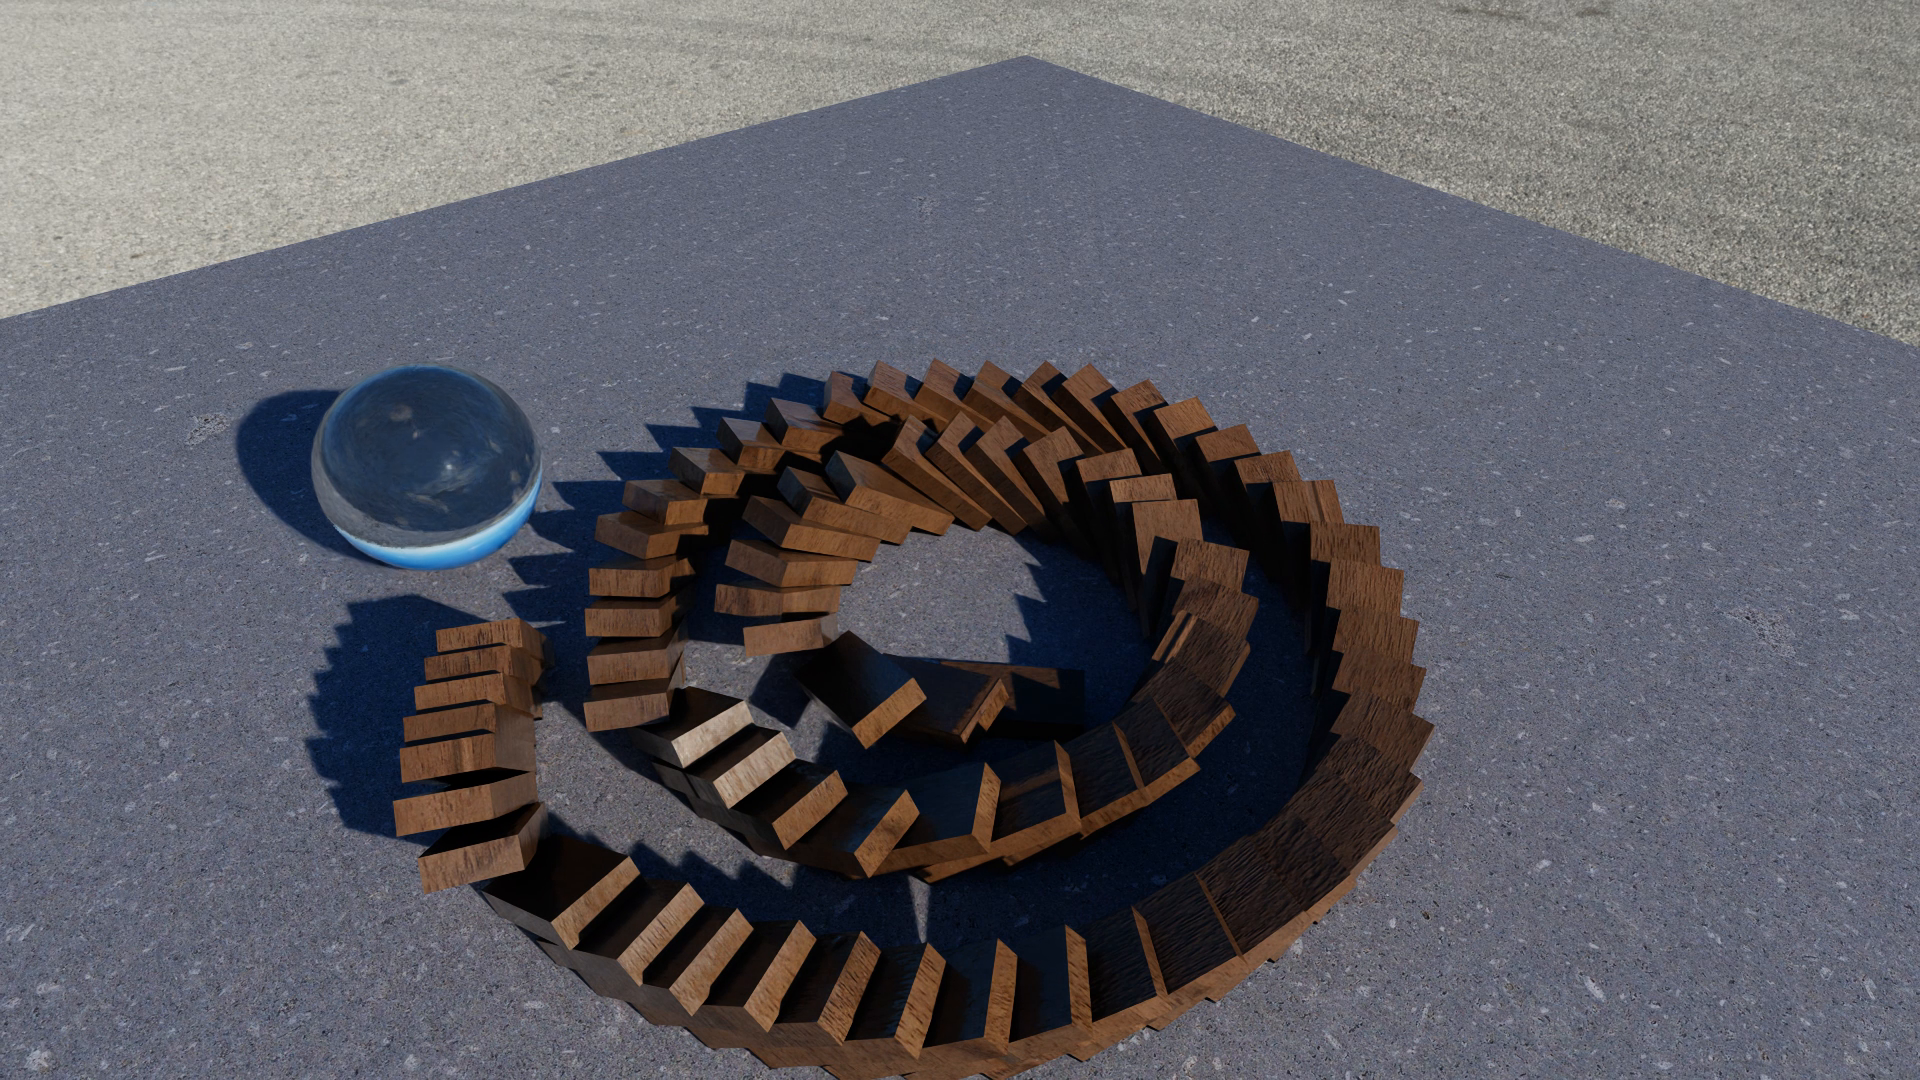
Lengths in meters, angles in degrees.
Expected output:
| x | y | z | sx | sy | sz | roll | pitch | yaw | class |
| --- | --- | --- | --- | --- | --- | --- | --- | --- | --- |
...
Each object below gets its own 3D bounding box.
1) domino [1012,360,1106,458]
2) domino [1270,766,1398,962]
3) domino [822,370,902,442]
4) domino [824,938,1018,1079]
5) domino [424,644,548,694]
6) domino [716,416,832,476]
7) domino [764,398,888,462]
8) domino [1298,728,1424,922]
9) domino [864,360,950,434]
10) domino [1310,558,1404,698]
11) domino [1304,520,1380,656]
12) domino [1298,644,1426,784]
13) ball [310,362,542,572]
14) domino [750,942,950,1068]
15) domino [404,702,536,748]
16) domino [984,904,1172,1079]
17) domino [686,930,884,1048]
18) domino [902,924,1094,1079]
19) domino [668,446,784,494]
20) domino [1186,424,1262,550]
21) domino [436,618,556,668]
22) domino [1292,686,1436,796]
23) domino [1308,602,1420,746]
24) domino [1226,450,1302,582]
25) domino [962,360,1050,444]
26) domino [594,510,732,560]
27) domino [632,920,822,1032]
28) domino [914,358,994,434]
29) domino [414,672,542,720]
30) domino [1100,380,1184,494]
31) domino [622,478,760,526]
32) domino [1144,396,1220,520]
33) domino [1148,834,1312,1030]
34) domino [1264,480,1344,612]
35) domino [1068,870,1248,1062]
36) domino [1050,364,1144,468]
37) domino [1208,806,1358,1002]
| x | y | z | sx | sy | sz | roll | pitch | yaw | class |
| --- | --- | --- | --- | --- | --- | --- | --- | --- | --- |
| 0.050 | -0.056 | 0.494 | 0.050 | 0.010 | 0.025 | 40 | 47 | 1 | domino |
| 0.096 | 0.091 | 0.312 | 0.050 | 0.009 | 0.025 | -45 | 52 | -2 | domino |
| -0.037 | -0.057 | 0.496 | 0.050 | 0.010 | 0.025 | 19 | 35 | -20 | domino |
| -0.010 | 0.119 | 0.277 | 0.050 | 0.010 | 0.025 | -25 | 31 | 28 | domino |
| -0.154 | 0.045 | 0.361 | 0.025 | 0.050 | 0.009 | -9 | 78 | -10 | domino |
| -0.077 | -0.040 | 0.476 | 0.050 | 0.009 | 0.025 | 4 | 31 | -39 | domino |
| -0.059 | -0.048 | 0.486 | 0.050 | 0.010 | 0.025 | 7 | 31 | -35 | domino |
| 0.109 | 0.083 | 0.322 | 0.050 | 0.009 | 0.025 | -49 | 54 | -5 | domino |
| -0.018 | -0.061 | 0.498 | 0.050 | 0.010 | 0.025 | 25 | 33 | -15 | domino |
| 0.140 | 0.033 | 0.386 | 0.025 | 0.010 | 0.050 | 11 | 67 | 11 | domino |
| 0.140 | 0.018 | 0.404 | 0.025 | 0.010 | 0.050 | 5 | 66 | 6 | domino |
| 0.128 | 0.061 | 0.351 | 0.025 | 0.010 | 0.050 | 19 | 71 | 22 | domino |
| -0.203 | -0.028 | 0.422 | 0.080 | 0.080 | 0.080 | 0 | 39 | 0 | ball |
| -0.028 | 0.118 | 0.278 | 0.050 | 0.010 | 0.025 | -21 | 28 | 33 | domino |
| -0.151 | 0.060 | 0.342 | 0.025 | 0.050 | 0.010 | -9 | 78 | -10 | domino |
| 0.027 | 0.116 | 0.282 | 0.050 | 0.009 | 0.025 | -29 | 38 | 13 | domino |
| -0.045 | 0.115 | 0.281 | 0.050 | 0.010 | 0.025 | -21 | 26 | 36 | domino |
| 0.009 | 0.118 | 0.277 | 0.050 | 0.009 | 0.025 | -29 | 35 | 23 | domino |
| -0.094 | -0.029 | 0.461 | 0.025 | 0.009 | 0.050 | 34 | 23 | 35 | domino |
| 0.116 | -0.022 | 0.453 | 0.025 | 0.009 | 0.050 | -16 | 70 | -19 | domino |
| -0.155 | 0.037 | 0.370 | 0.025 | 0.050 | 0.010 | -9 | 78 | -10 | domino |
| 0.120 | 0.073 | 0.335 | 0.025 | 0.009 | 0.050 | 28 | 79 | 30 | domino |
| 0.135 | 0.048 | 0.368 | 0.025 | 0.010 | 0.050 | 15 | 68 | 17 | domino |
| 0.127 | -0.010 | 0.438 | 0.025 | 0.010 | 0.050 | -11 | 69 | -13 | domino |
| 0.028 | -0.059 | 0.497 | 0.050 | 0.010 | 0.025 | 32 | 42 | -6 | domino |
| -0.115 | -0.004 | 0.431 | 0.025 | 0.010 | 0.050 | 19 | 15 | 22 | domino |
| -0.061 | 0.112 | 0.284 | 0.050 | 0.009 | 0.025 | -18 | 25 | 40 | domino |
| 0.005 | -0.061 | 0.499 | 0.050 | 0.010 | 0.025 | 29 | 38 | -10 | domino |
| -0.152 | 0.052 | 0.351 | 0.025 | 0.050 | 0.010 | -9 | 78 | -10 | domino |
| 0.087 | -0.045 | 0.479 | 0.025 | 0.009 | 0.050 | -27 | 75 | -32 | domino |
| -0.108 | -0.016 | 0.445 | 0.025 | 0.010 | 0.050 | 23 | 17 | 29 | domino |
| 0.102 | -0.035 | 0.468 | 0.025 | 0.010 | 0.050 | -19 | 71 | -27 | domino |
| 0.065 | 0.105 | 0.295 | 0.050 | 0.009 | 0.025 | -38 | 47 | 4 | domino |
| 0.136 | 0.002 | 0.423 | 0.025 | 0.009 | 0.050 | -3 | 67 | -7 | domino |
| 0.047 | 0.111 | 0.288 | 0.050 | 0.009 | 0.025 | -34 | 43 | 8 | domino |
| 0.067 | -0.054 | 0.488 | 0.050 | 0.010 | 0.025 | 46 | 48 | 4 | domino |
| 0.080 | 0.100 | 0.302 | 0.050 | 0.010 | 0.025 | -41 | 47 | 2 | domino |
